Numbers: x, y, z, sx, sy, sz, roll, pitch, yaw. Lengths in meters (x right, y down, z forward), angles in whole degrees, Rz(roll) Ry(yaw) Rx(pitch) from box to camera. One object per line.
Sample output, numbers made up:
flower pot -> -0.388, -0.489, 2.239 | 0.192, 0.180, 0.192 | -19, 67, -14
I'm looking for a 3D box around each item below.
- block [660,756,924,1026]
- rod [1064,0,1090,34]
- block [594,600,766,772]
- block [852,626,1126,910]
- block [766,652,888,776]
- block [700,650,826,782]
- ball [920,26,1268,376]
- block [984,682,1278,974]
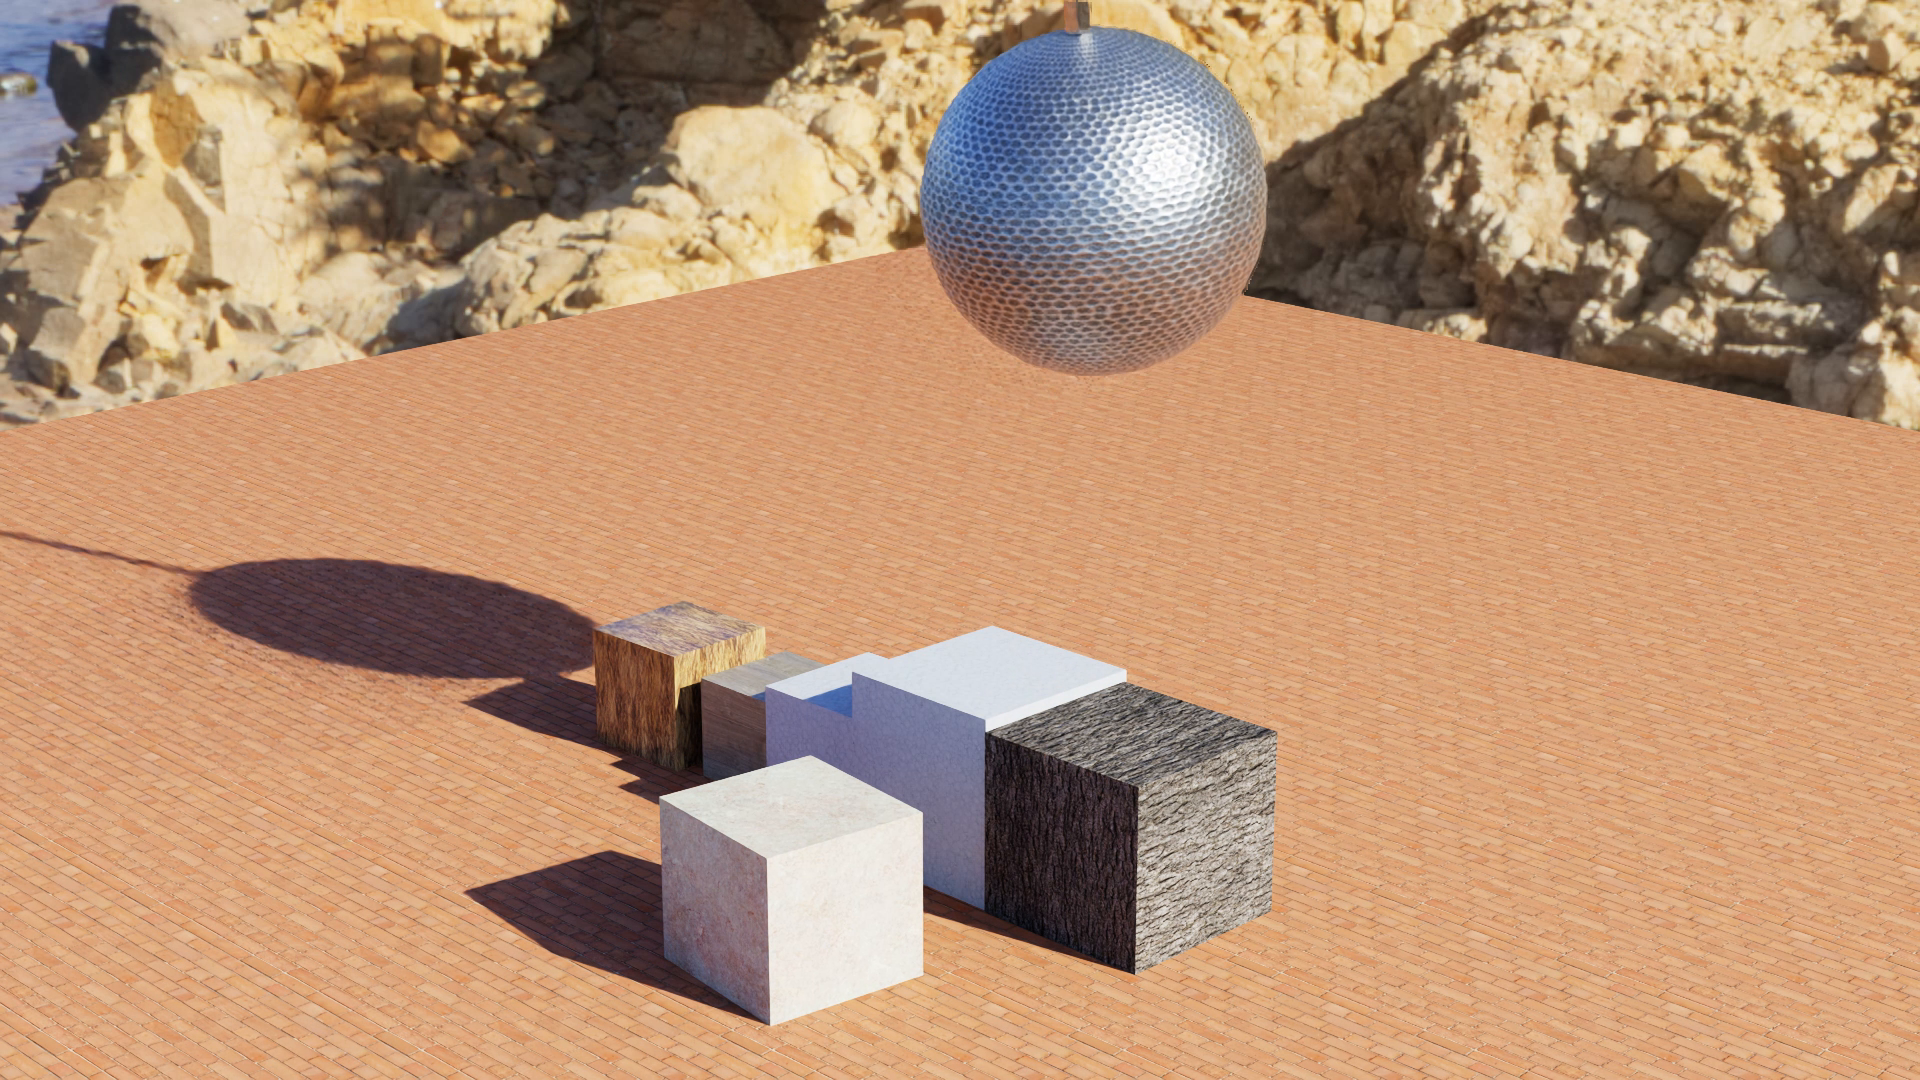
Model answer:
block -> -0.715, 1.468, 12.431 | 0.781, 0.746, 0.815 | -13, 22, -36
rod -> 0.266, -4.660, 12.156 | 0.080, 5.200, 0.080 | 17, 32, 42
block -> -1.426, 0.737, 14.985 | 0.617, 0.609, 0.615 | 16, 23, 41
block -> 0.134, 1.031, 13.546 | 0.910, 0.910, 0.867 | -16, 24, -42
block -> -0.449, 1.001, 14.099 | 0.685, 0.636, 0.678 | 17, 24, 42
block -> -0.887, 0.924, 14.540 | 0.565, 0.518, 0.543 | -17, 24, -42
ball -> 0.614, -1.555, 13.497 | 1.600, 1.600, 1.600 | 0, 17, 0
block -> 0.749, 1.248, 12.943 | 0.911, 0.858, 0.899 | -17, 24, -42
